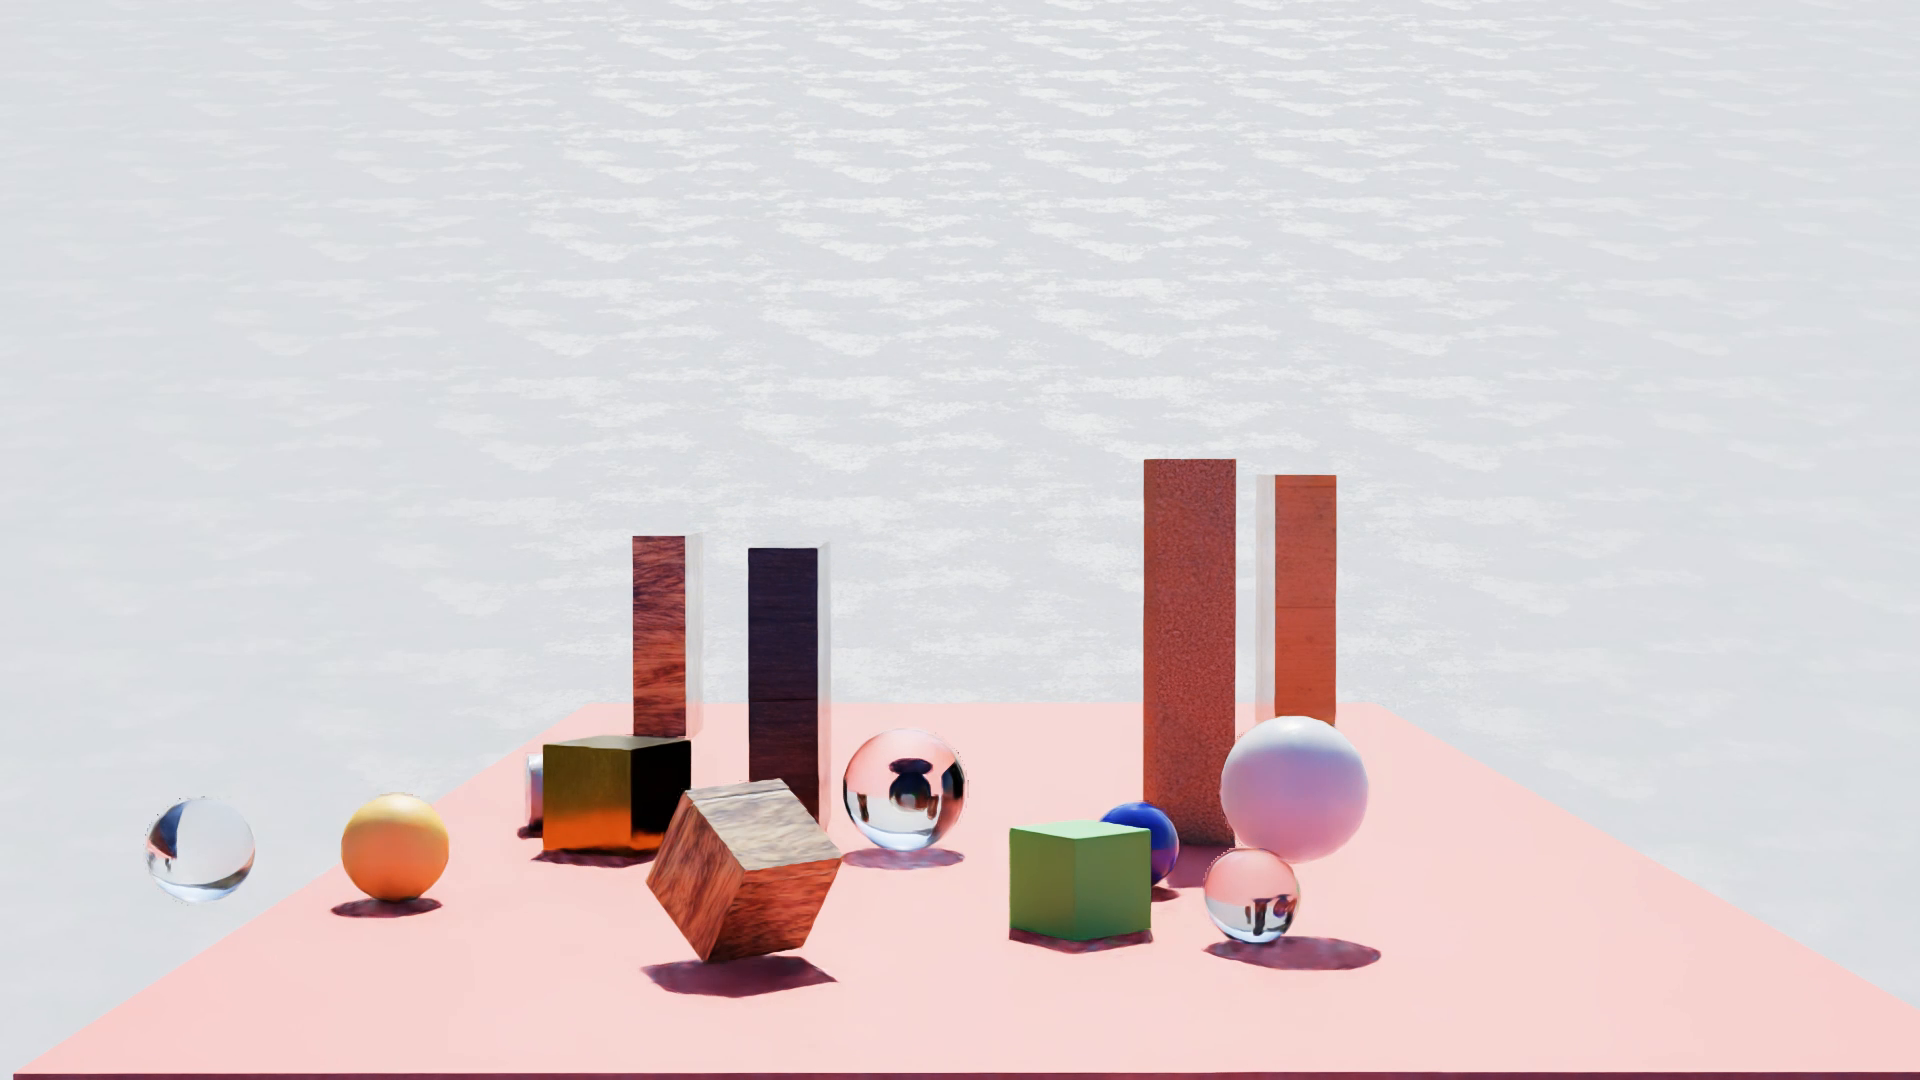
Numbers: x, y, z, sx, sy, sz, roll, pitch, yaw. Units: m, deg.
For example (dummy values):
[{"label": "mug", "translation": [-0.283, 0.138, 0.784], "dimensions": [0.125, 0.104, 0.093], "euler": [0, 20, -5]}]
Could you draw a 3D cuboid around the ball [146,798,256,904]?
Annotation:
[{"label": "ball", "translation": [-1.065, 0.435, 3.617], "dimensions": [0.149, 0.149, 0.149], "euler": [0, 25, 0]}]

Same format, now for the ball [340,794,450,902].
[{"label": "ball", "translation": [-0.782, 0.427, 3.570], "dimensions": [0.148, 0.148, 0.148], "euler": [0, 25, 0]}]

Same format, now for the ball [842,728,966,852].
[{"label": "ball", "translation": [-0.086, 0.390, 4.028], "dimensions": [0.194, 0.194, 0.194], "euler": [0, 25, 0]}]

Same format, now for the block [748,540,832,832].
[{"label": "block", "translation": [-0.274, 0.244, 4.207], "dimensions": [0.108, 0.475, 0.417], "euler": [0, 2, 0]}]

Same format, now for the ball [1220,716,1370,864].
[{"label": "ball", "translation": [0.429, 0.320, 3.309], "dimensions": [0.190, 0.190, 0.190], "euler": [0, 25, 0]}]

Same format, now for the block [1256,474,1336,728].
[{"label": "block", "translation": [0.715, 0.152, 5.512], "dimensions": [0.127, 0.584, 0.345], "euler": [0, 2, 0]}]

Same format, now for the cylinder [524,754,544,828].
[{"label": "cylinder", "translation": [-0.658, 0.417, 4.291], "dimensions": [0.122, 0.122, 0.122], "euler": [0, 25, -15]}]

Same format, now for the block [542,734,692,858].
[{"label": "block", "translation": [-0.541, 0.402, 4.078], "dimensions": [0.167, 0.167, 0.167], "euler": [1, 2, 28]}]

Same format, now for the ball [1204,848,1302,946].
[{"label": "ball", "translation": [0.367, 0.448, 3.243], "dimensions": [0.122, 0.122, 0.122], "euler": [0, 25, 0]}]

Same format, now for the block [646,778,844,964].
[{"label": "block", "translation": [-0.262, 0.401, 3.130], "dimensions": [0.148, 0.148, 0.148], "euler": [-2, 37, -42]}]

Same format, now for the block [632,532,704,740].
[{"label": "block", "translation": [-0.649, 0.212, 5.754], "dimensions": [0.114, 0.453, 0.389], "euler": [0, 2, 0]}]

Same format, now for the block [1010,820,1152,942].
[{"label": "block", "translation": [0.156, 0.441, 3.354], "dimensions": [0.131, 0.131, 0.131], "euler": [-1, 2, -39]}]

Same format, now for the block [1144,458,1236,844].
[{"label": "block", "translation": [0.374, 0.174, 4.230], "dimensions": [0.126, 0.614, 0.282], "euler": [0, 2, 0]}]

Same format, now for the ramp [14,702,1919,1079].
[{"label": "ramp", "translation": [0.058, 0.522, 4.560], "dimensions": [2.000, 0.100, 4.000], "euler": [0, 2, 0]}]

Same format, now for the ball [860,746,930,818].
[{"label": "ball", "translation": [-0.112, 0.415, 4.426], "dimensions": [0.120, 0.120, 0.120], "euler": [0, 25, 0]}]

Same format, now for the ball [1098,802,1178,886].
[{"label": "ball", "translation": [0.249, 0.435, 3.668], "dimensions": [0.124, 0.124, 0.124], "euler": [0, 25, 0]}]
